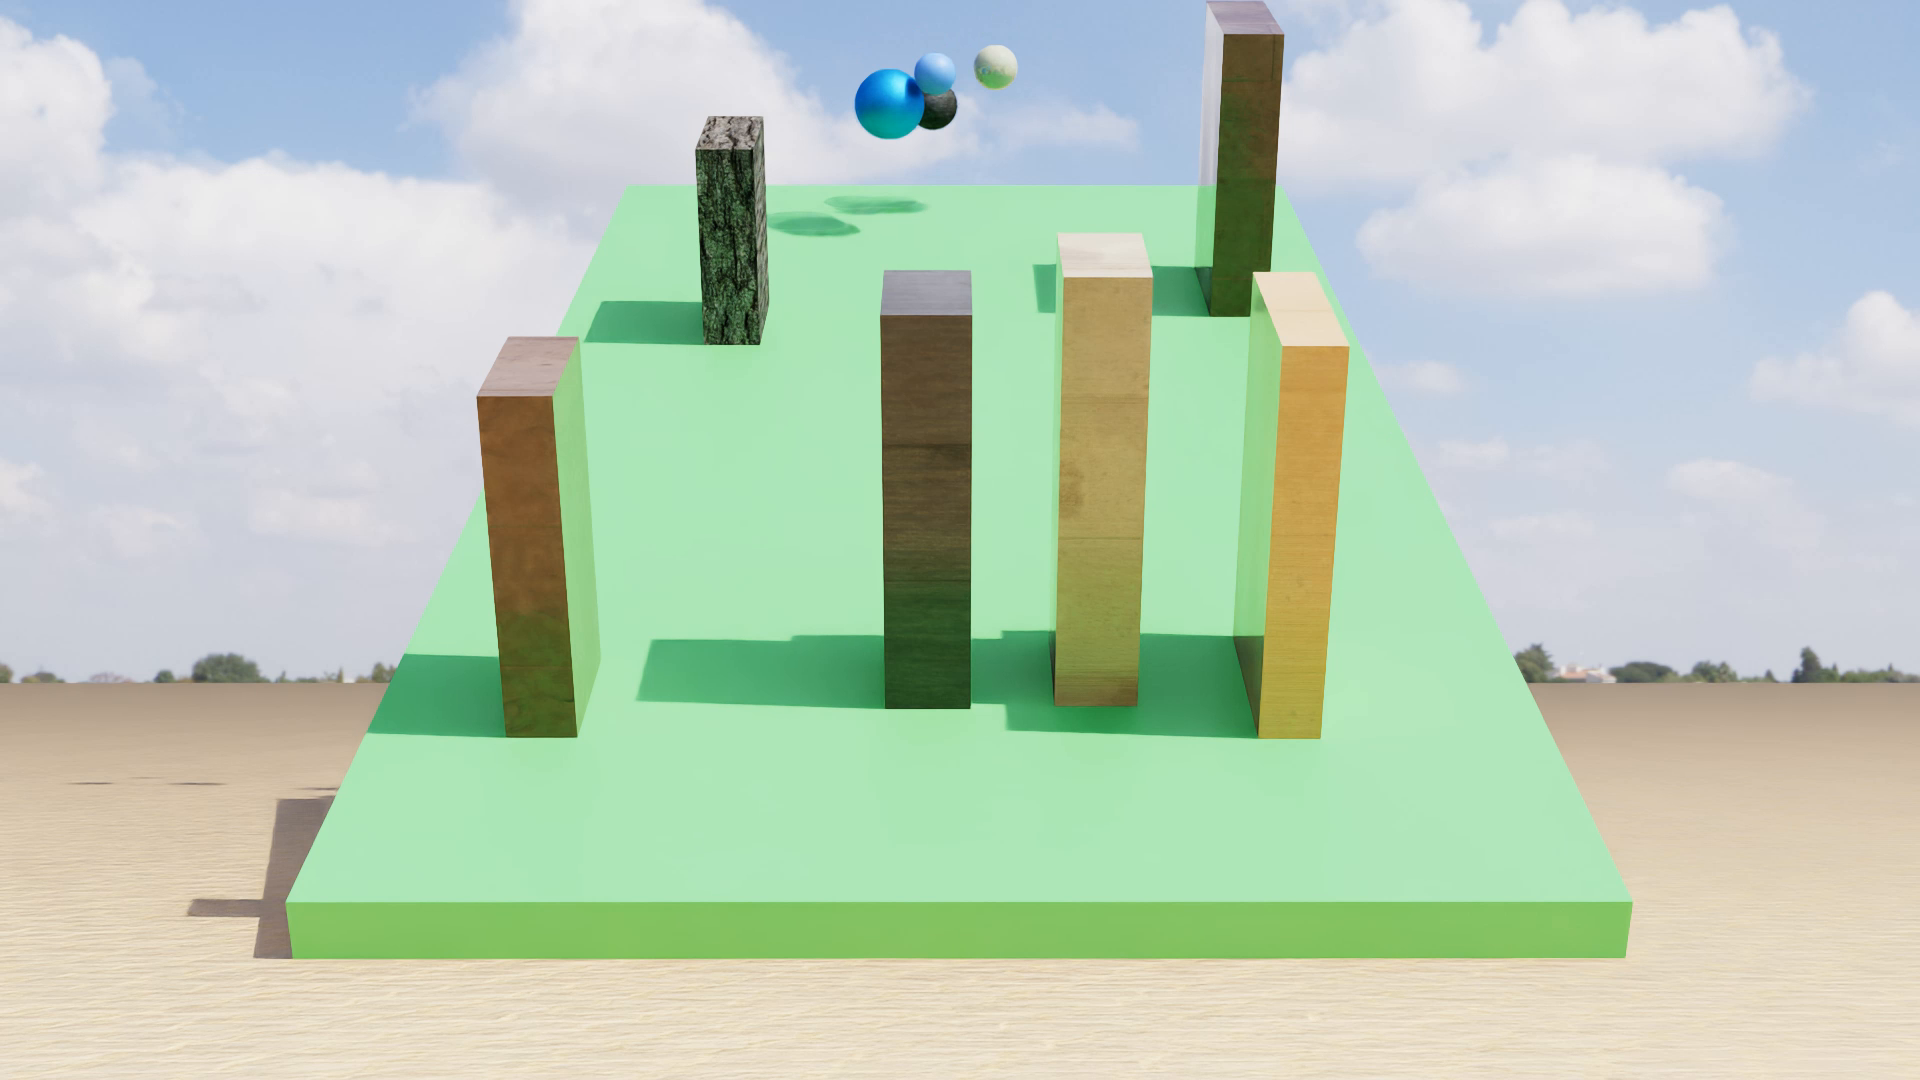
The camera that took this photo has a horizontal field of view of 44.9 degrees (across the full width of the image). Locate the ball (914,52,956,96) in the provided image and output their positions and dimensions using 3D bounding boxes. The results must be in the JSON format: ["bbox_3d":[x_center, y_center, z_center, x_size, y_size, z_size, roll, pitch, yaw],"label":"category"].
[{"bbox_3d":[-0.070,-1.295,6.456,0.117,0.117,0.117,0,-3,0],"label":"ball"}]

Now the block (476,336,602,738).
[{"bbox_3d":[-0.703,-0.006,3.915,0.120,0.612,0.290,0,24,0],"label":"block"}]

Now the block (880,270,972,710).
[{"bbox_3d":[-0.055,-0.083,3.969,0.148,0.712,0.241,0,24,0],"label":"block"}]

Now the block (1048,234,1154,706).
[{"bbox_3d":[0.235,-0.116,3.970,0.143,0.772,0.246,0,24,0],"label":"block"}]

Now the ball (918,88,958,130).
[{"bbox_3d":[-0.079,-1.258,6.721,0.143,0.143,0.143,0,-3,0],"label":"ball"}]

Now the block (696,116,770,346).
[{"bbox_3d":[-0.563,-0.773,5.794,0.139,0.493,0.332,0,24,0],"label":"block"}]

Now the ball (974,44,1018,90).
[{"bbox_3d":[0.102,-1.361,6.695,0.129,0.129,0.129,0,-3,0],"label":"ball"}]

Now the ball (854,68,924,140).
[{"bbox_3d":[-0.198,-1.224,6.531,0.197,0.197,0.197,0,-3,0],"label":"ball"}]

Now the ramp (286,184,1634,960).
[{"bbox_3d":[-0.008,-0.228,5.298,2.000,0.100,4.000,0,24,0],"label":"ramp"}]

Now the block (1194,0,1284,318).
[{"bbox_3d":[0.714,-0.987,5.999,0.148,0.722,0.423,0,24,0],"label":"block"}]

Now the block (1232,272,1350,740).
[{"bbox_3d":[0.554,-0.062,3.943,0.105,0.697,0.385,0,24,0],"label":"block"}]
